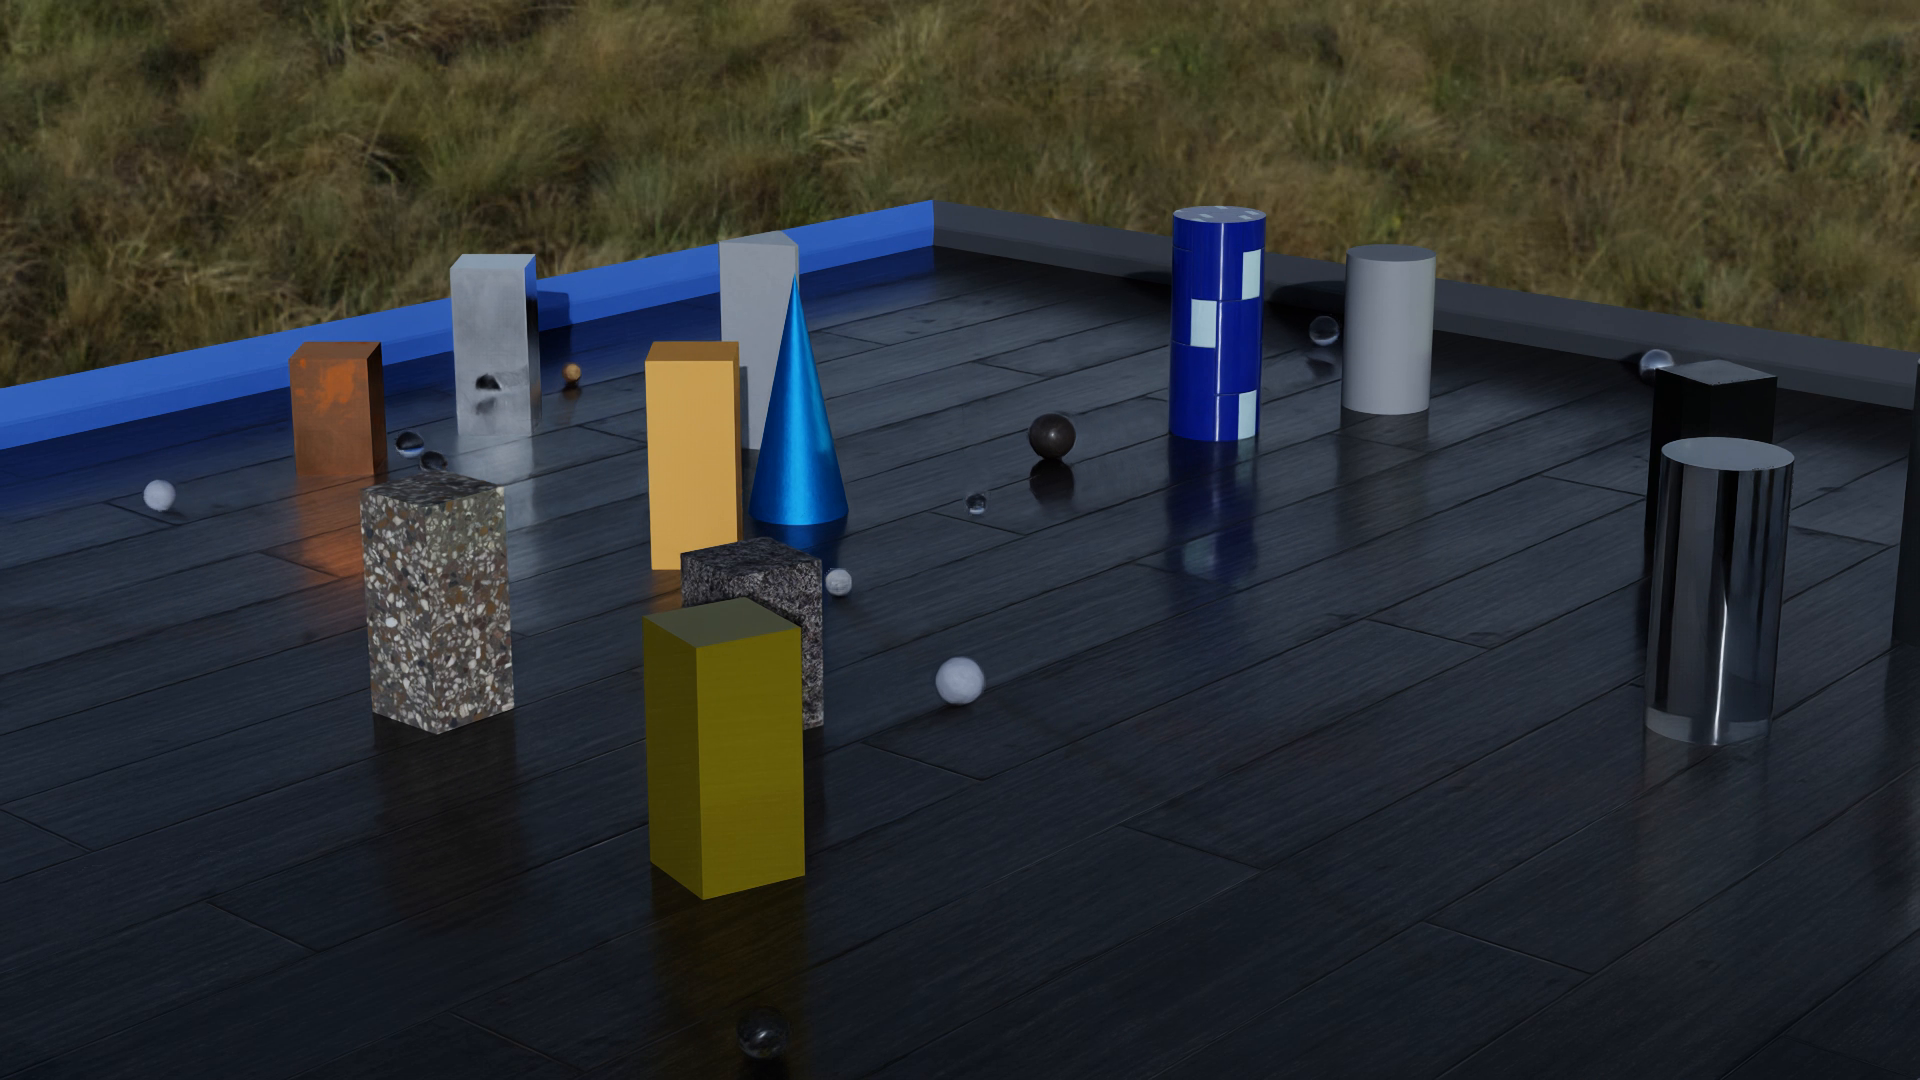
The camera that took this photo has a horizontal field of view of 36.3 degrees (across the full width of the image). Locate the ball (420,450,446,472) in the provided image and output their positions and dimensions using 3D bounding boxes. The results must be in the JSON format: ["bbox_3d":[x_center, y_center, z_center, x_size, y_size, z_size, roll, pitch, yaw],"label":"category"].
[{"bbox_3d":[-1.052,-0.152,5.857,0.053,0.053,0.053,0,17,0],"label":"ball"}]

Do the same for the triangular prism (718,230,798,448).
[{"bbox_3d":[-0.393,-0.415,6.075,0.167,0.431,0.145,4,17,13],"label":"triangular prism"}]

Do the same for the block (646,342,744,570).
[{"bbox_3d":[-0.477,-0.153,5.289,0.155,0.384,0.155,0,17,0],"label":"block"}]

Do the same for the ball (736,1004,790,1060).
[{"bbox_3d":[-0.230,0.576,3.427,0.064,0.064,0.064,0,17,0],"label":"ball"}]

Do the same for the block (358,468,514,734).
[{"bbox_3d":[-0.805,0.092,4.516,0.155,0.360,0.155,14,22,39],"label":"block"}]

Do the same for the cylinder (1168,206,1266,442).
[{"bbox_3d":[0.539,-0.455,6.155,0.193,0.462,0.193,0,17,0],"label":"cylinder"}]

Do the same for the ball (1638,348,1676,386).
[{"bbox_3d":[1.566,-0.387,6.585,0.083,0.083,0.083,0,17,0],"label":"ball"}]

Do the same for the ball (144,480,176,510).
[{"bbox_3d":[-1.535,-0.086,5.625,0.061,0.061,0.061,0,17,0],"label":"ball"}]

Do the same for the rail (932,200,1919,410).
[{"bbox_3d":[1.520,-0.474,6.796,4.268,0.126,0.045,14,22,39],"label":"rail"}]

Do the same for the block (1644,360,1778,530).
[{"bbox_3d":[1.396,-0.163,5.454,0.155,0.307,0.155,-8,19,-26],"label":"block"}]

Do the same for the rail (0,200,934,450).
[{"bbox_3d":[-1.594,-0.368,6.445,0.045,0.126,4.684,14,22,39],"label":"rail"}]

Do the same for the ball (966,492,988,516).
[{"bbox_3d":[0.032,-0.069,5.598,0.044,0.044,0.044,0,17,0],"label":"ball"}]

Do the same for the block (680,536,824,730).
[{"bbox_3d":[-0.317,0.152,4.481,0.155,0.266,0.155,-12,21,-35],"label":"block"}]

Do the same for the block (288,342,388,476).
[{"bbox_3d":[-1.253,-0.267,5.917,0.155,0.238,0.155,0,17,0],"label":"block"}]

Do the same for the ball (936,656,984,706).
[{"bbox_3d":[0.000,0.221,4.584,0.076,0.076,0.076,0,17,0],"label":"ball"}]

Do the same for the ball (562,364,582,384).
[{"bbox_3d":[-0.876,-0.375,6.611,0.044,0.044,0.044,0,17,0],"label":"ball"}]

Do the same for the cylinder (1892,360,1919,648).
[{"bbox_3d":[1.662,-0.062,4.845,0.193,0.465,0.193,0,17,0],"label":"cylinder"}]

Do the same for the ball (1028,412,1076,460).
[{"bbox_3d":[0.188,-0.213,5.985,0.096,0.096,0.096,0,17,0],"label":"ball"}]

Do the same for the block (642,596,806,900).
[{"bbox_3d":[-0.315,0.276,3.921,0.155,0.352,0.155,-10,20,-31],"label":"block"}]

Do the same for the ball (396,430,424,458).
[{"bbox_3d":[-1.125,-0.195,5.993,0.057,0.057,0.057,0,17,0],"label":"ball"}]

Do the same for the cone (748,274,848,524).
[{"bbox_3d":[-0.310,-0.279,5.565,0.193,0.465,0.193,0,17,0],"label":"cone"}]

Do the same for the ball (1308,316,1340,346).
[{"bbox_3d":[0.865,-0.496,6.964,0.073,0.073,0.073,0,17,0],"label":"ball"}]

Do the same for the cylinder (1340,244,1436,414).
[{"bbox_3d":[0.933,-0.460,6.388,0.193,0.336,0.193,0,17,0],"label":"cylinder"}]

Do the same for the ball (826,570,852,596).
[{"bbox_3d":[-0.212,0.075,5.115,0.048,0.048,0.048,0,17,0],"label":"ball"}]

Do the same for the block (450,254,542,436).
[{"bbox_3d":[-0.979,-0.413,6.197,0.155,0.357,0.155,0,17,1],"label":"block"}]

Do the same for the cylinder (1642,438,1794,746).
[{"bbox_3d":[1.149,0.076,4.450,0.193,0.429,0.193,0,17,0],"label":"cylinder"}]
